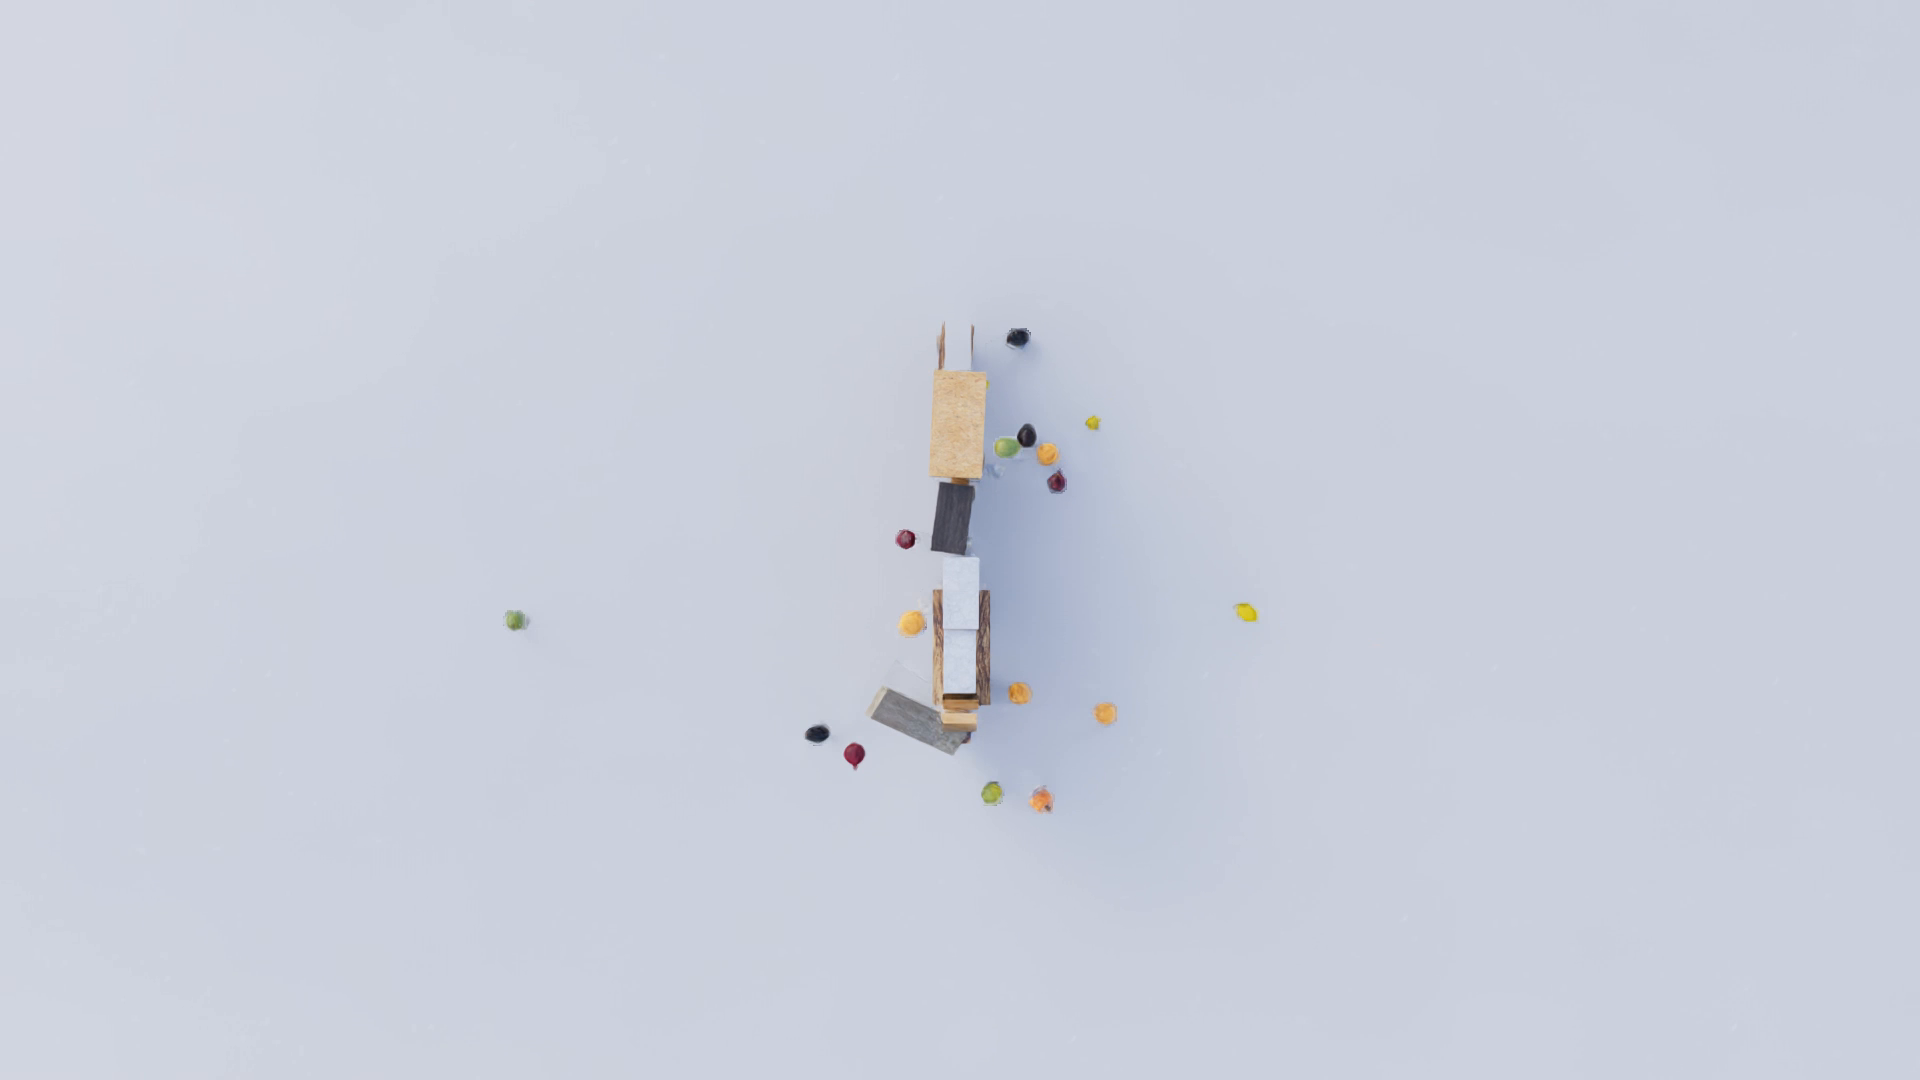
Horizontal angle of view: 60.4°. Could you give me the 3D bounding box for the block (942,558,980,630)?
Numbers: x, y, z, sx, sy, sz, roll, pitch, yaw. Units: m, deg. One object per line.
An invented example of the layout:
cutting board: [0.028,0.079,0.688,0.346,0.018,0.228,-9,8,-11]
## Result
block: [0.003,0.158,4.869,0.105,0.030,0.210,1,90,0]

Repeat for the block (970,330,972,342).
block: [-0.005,-0.647,5.182,0.080,0.159,0.023,1,83,2]

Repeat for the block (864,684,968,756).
block: [-0.128,0.565,5.141,0.030,0.423,0.106,32,90,44]

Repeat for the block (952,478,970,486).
block: [0.002,-0.155,5.378,0.057,0.016,0.114,0,90,0]

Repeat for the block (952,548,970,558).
block: [0.003,0.088,5.371,0.060,0.017,0.120,0,90,0]

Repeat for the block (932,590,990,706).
block: [0.005,0.333,5.120,0.177,0.050,0.355,0,90,0]

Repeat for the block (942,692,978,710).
block: [0.001,0.486,4.989,0.106,0.212,0.030,0,91,0]

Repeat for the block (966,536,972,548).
block: [-0.024,0.001,5.255,0.108,0.216,0.031,7,92,4]

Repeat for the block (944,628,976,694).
block: [-0.001,0.358,4.891,0.095,0.027,0.190,0,90,0]

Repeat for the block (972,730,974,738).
block: [0.000,0.639,5.414,0.085,0.169,0.024,-5,82,-1]

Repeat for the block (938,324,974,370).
block: [-0.015,-0.583,5.278,0.104,0.029,0.207,5,90,0]

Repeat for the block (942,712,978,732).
block: [0.000,0.549,4.976,0.106,0.212,0.030,0,77,0]

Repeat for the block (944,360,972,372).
block: [-0.006,-0.538,5.183,0.080,0.159,0.023,-2,83,1]

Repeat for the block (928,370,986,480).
block: [-0.006,-0.341,4.874,0.156,0.044,0.312,3,90,0]

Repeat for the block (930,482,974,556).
block: [-0.023,-0.067,5.131,0.108,0.031,0.216,8,91,4]

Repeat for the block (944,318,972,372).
block: [-0.006,-0.602,5.090,0.080,0.023,0.159,-1,90,2]

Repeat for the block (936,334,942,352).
block: [-0.024,-0.646,5.396,0.104,0.207,0.029,-4,90,0]

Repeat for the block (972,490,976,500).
block: [-0.006,-0.145,5.258,0.108,0.221,0.031,0,90,2]

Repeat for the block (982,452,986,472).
block: [-0.003,-0.237,5.052,0.156,0.312,0.044,0,90,0]

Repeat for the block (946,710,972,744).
block: [-0.005,0.570,5.315,0.085,0.024,0.169,1,91,-1]
